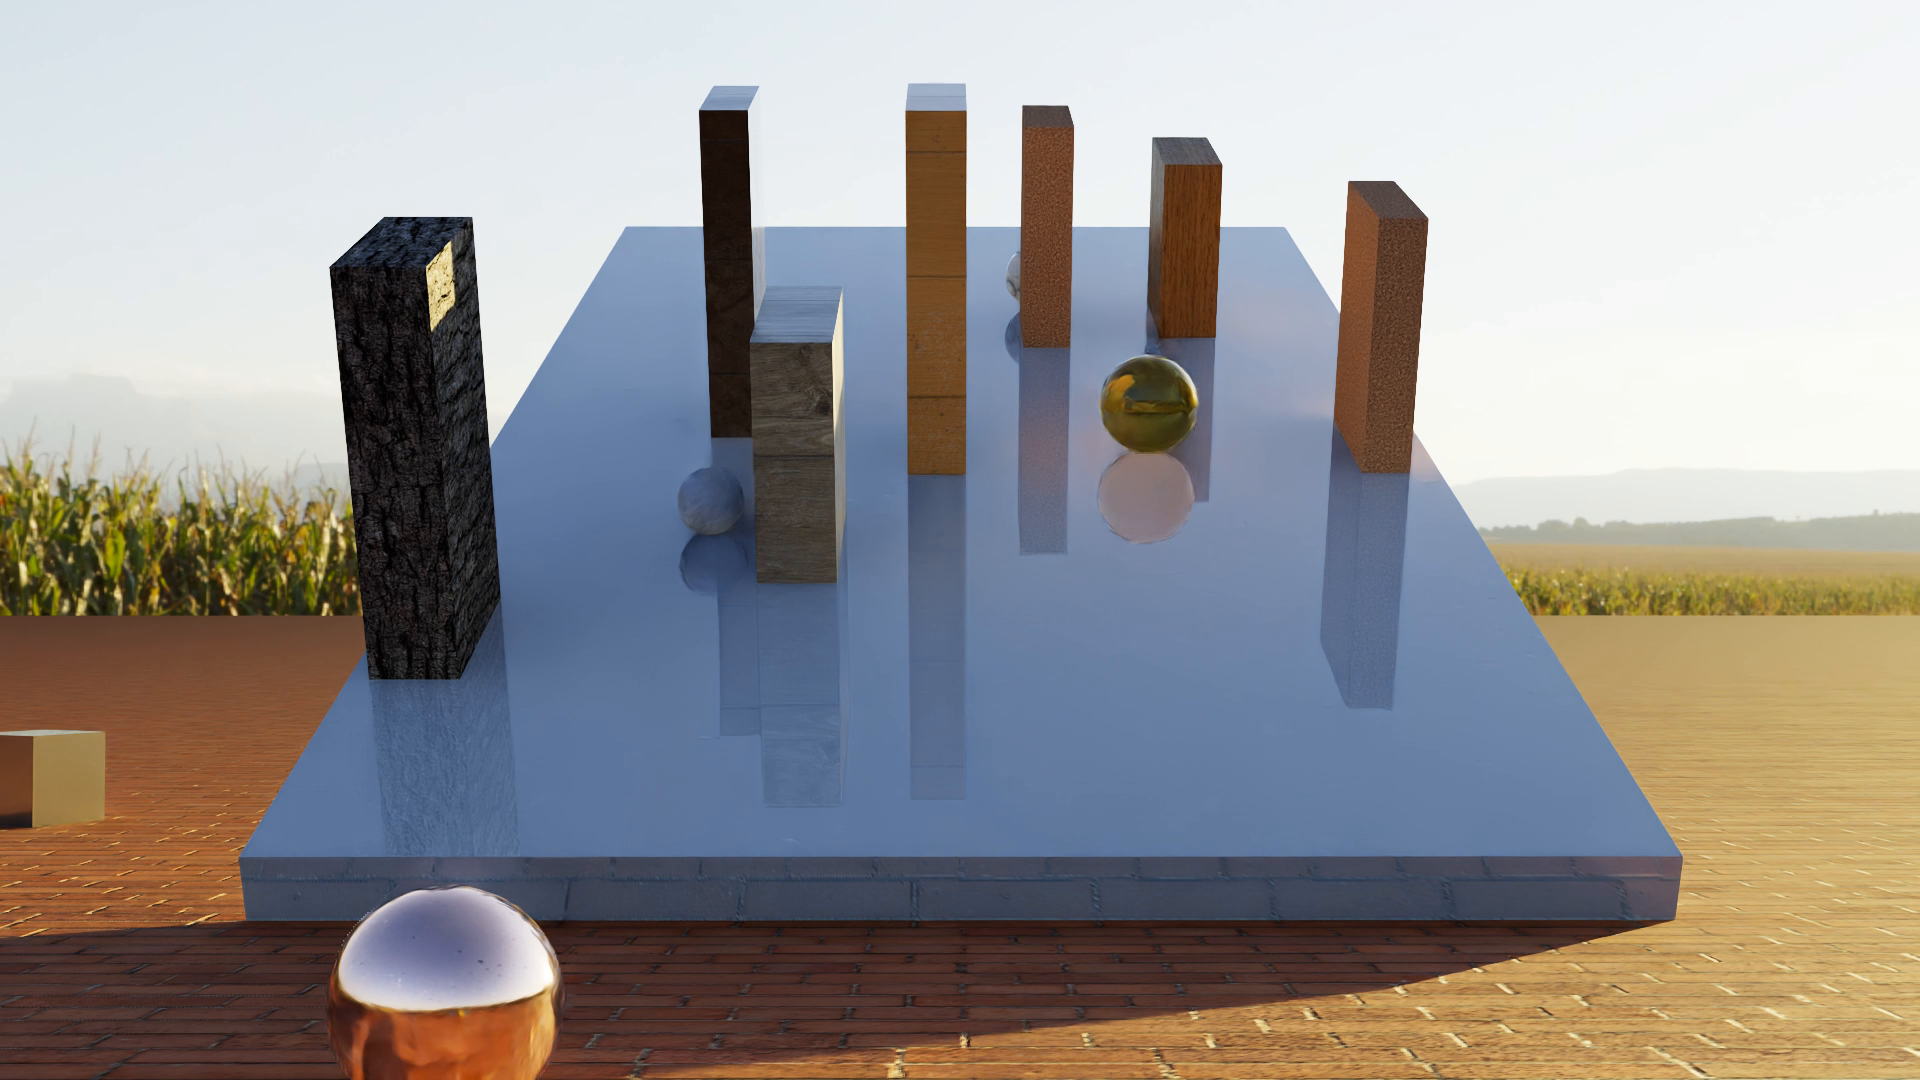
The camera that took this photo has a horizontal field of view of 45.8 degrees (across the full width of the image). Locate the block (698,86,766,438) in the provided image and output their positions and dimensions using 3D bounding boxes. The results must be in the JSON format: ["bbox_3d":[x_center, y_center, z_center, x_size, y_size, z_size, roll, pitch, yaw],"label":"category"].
[{"bbox_3d":[-0.489,-0.609,4.950,0.102,0.707,0.316,0,20,0],"label":"block"}]

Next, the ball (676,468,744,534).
[{"bbox_3d":[-0.477,-0.074,4.341,0.129,0.129,0.129,0,-2,0],"label":"ball"}]

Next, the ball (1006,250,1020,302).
[{"bbox_3d":[0.202,-0.690,5.949,0.167,0.167,0.167,0,-2,0],"label":"ball"}]

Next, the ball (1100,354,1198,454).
[{"bbox_3d":[0.399,-0.287,4.805,0.208,0.208,0.208,0,-2,0],"label":"ball"}]

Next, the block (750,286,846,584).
[{"bbox_3d":[-0.296,-0.204,4.227,0.145,0.451,0.406,0,20,0],"label":"block"}]

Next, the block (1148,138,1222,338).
[{"bbox_3d":[0.570,-0.777,5.798,0.142,0.436,0.372,0,20,0],"label":"block"}]

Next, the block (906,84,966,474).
[{"bbox_3d":[-0.048,-0.545,4.719,0.121,0.749,0.336,0,20,0],"label":"block"}]

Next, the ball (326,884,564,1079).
[{"bbox_3d":[-0.438,0.395,1.939,0.199,0.199,0.199,0,-2,0],"label":"ball"}]

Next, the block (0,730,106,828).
[{"bbox_3d":[-1.889,0.486,4.652,0.182,0.182,0.182,-1,-2,27],"label":"block"}]

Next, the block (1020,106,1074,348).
[{"bbox_3d":[0.214,-0.784,5.660,0.116,0.545,0.309,0,20,0],"label":"block"}]

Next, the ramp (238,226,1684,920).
[{"bbox_3d":[-0.005,-0.210,5.037,2.000,0.100,4.000,0,20,0],"label":"ramp"}]

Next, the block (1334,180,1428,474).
[{"bbox_3d":[0.882,-0.455,4.789,0.099,0.535,0.379,0,20,0],"label":"block"}]

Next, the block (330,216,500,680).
[{"bbox_3d":[-0.891,-0.157,3.759,0.148,0.687,0.361,0,20,0],"label":"block"}]
